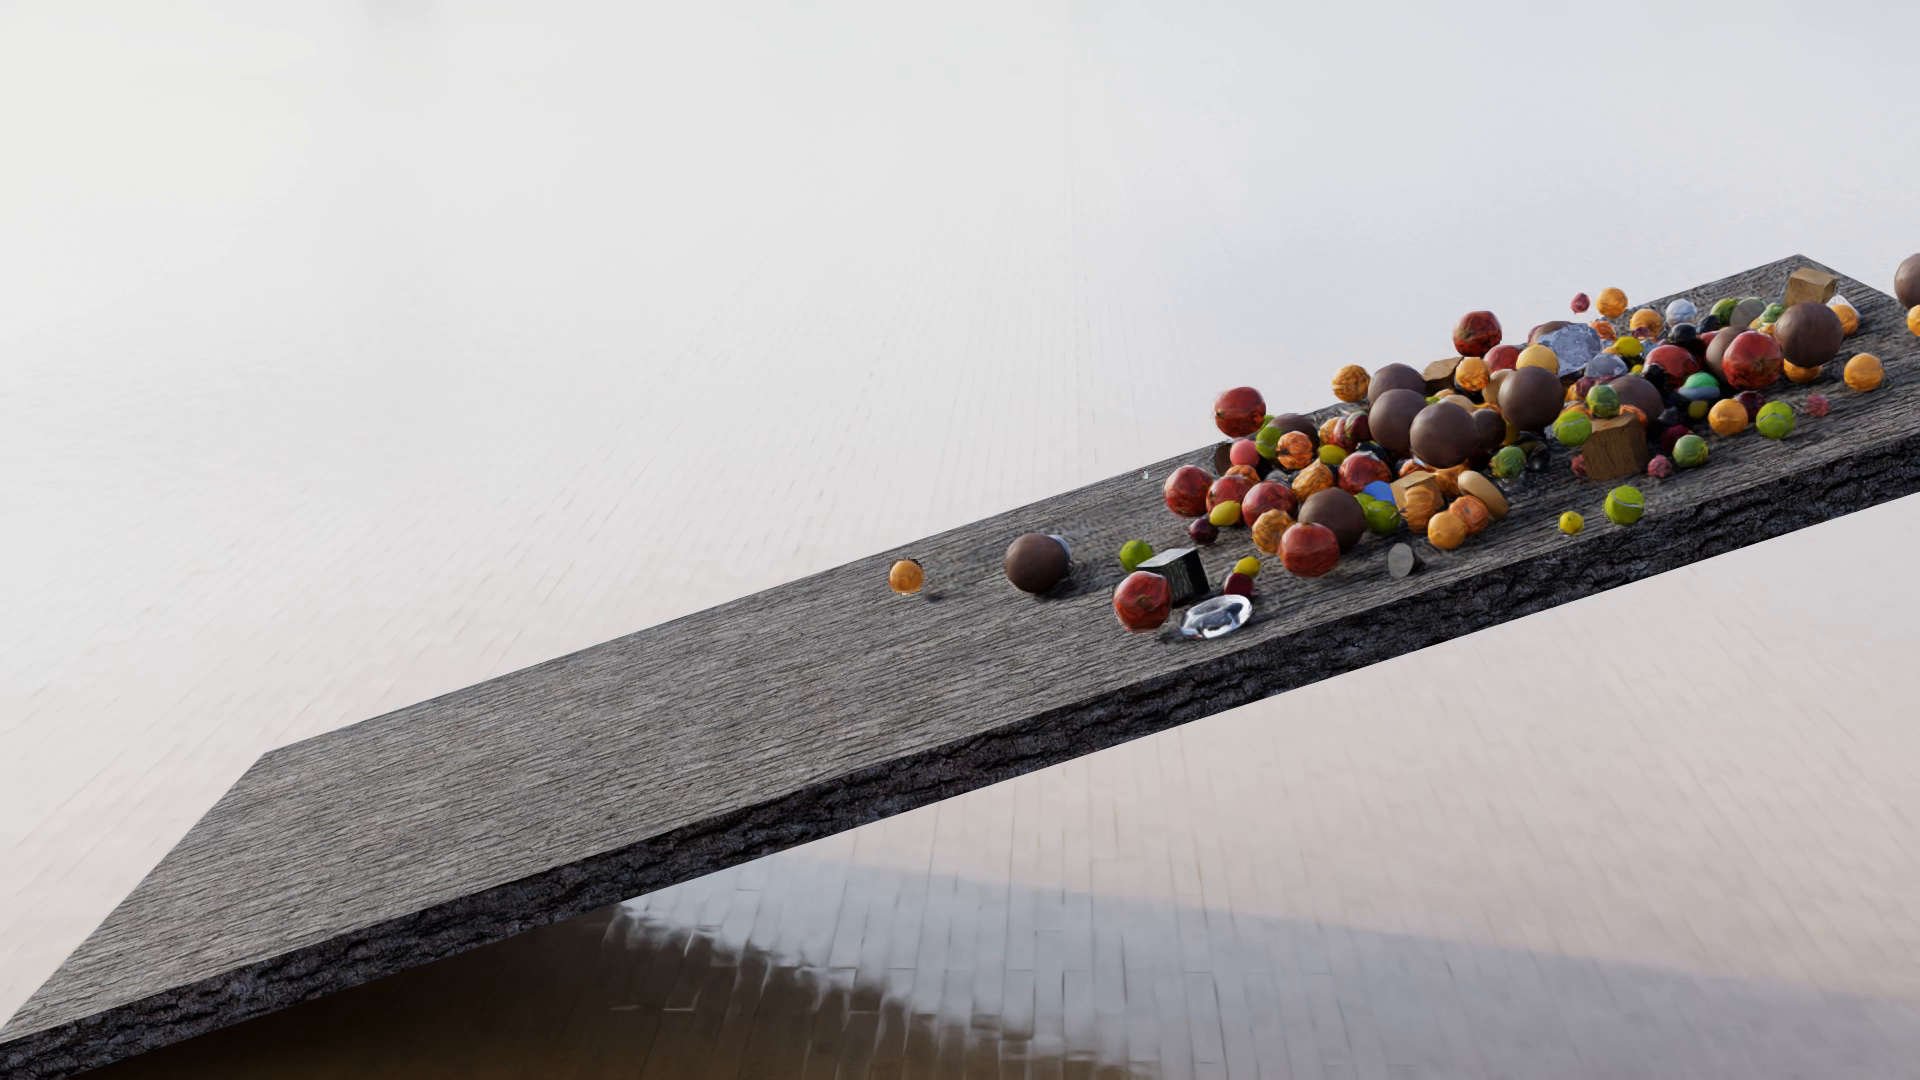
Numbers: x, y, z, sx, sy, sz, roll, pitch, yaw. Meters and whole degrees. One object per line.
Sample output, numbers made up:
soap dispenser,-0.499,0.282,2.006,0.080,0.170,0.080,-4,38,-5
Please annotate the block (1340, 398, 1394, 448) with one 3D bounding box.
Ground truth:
block,0.915,-0.264,6.623,0.079,0.079,0.079,-27,12,-7

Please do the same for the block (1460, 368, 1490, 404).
block,1.144,-0.339,6.489,0.051,0.051,0.051,-30,31,-5

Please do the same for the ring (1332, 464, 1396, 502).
ring,0.843,-0.119,6.139,0.139,0.046,0.139,-19,11,4

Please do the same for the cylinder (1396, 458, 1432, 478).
cylinder,0.935,-0.140,6.048,0.059,0.059,0.059,-16,7,18

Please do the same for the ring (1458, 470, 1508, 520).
ring,0.986,-0.085,5.545,0.039,0.117,0.117,-44,20,-4

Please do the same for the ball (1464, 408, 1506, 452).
ball,1.046,-0.219,5.864,0.086,0.086,0.086,0,12,0

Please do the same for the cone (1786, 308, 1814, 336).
cone,1.777,-0.446,6.201,0.065,0.065,0.065,-1,38,-5

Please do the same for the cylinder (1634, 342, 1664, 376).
cylinder,1.447,-0.382,6.182,0.062,0.062,0.062,3,-5,14

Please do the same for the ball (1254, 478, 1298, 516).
ball,0.660,-0.084,6.151,0.092,0.092,0.092,0,12,0

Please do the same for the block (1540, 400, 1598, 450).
block,1.236,-0.234,5.950,0.076,0.076,0.076,-26,12,-31

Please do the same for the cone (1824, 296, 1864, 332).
cone,1.862,-0.468,6.147,0.078,0.078,0.078,5,8,-26

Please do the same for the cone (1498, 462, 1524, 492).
cone,1.092,-0.120,5.767,0.057,0.057,0.057,9,-1,37

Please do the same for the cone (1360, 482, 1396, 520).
cone,0.855,-0.074,5.923,0.077,0.077,0.077,7,-5,30

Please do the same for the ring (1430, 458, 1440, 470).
ring,0.969,-0.157,6.164,0.078,0.026,0.078,-20,10,4

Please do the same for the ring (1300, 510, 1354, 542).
ring,0.735,-0.028,5.894,0.115,0.038,0.115,-18,12,4

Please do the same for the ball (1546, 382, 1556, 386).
ball,1.315,-0.375,6.552,0.063,0.063,0.063,0,12,0

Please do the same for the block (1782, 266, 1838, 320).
block,1.828,-0.530,6.326,0.079,0.079,0.079,20,31,28

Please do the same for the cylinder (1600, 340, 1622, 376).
cylinder,1.403,-0.401,6.483,0.080,0.080,0.080,-7,4,-29

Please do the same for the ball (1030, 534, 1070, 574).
ball,0.197,0.031,6.392,0.088,0.088,0.088,0,12,0

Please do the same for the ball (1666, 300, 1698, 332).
ball,1.532,-0.478,6.248,0.067,0.067,0.067,0,12,0

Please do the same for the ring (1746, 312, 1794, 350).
ring,1.708,-0.440,6.202,0.101,0.034,0.101,-23,35,17

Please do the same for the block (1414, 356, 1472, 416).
block,1.105,-0.350,6.667,0.090,0.090,0.090,-9,29,44

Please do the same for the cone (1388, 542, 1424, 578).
cone,0.832,0.040,5.404,0.065,0.065,0.065,6,6,-37

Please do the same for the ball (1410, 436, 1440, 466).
ball,0.915,-0.175,5.787,0.060,0.060,0.060,0,12,0

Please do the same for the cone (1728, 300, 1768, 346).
cone,1.672,-0.459,6.307,0.097,0.097,0.097,-3,-3,-14

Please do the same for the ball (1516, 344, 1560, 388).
ball,1.175,-0.354,5.983,0.086,0.086,0.086,0,12,0

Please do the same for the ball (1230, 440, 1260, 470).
ball,0.629,-0.188,6.495,0.067,0.067,0.067,0,12,0

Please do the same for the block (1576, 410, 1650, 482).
block,1.245,-0.178,5.601,0.096,0.096,0.096,-13,12,30

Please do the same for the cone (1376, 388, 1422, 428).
cone,0.979,-0.315,6.639,0.096,0.096,0.096,20,11,-4

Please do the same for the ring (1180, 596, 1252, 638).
ring,0.475,0.143,5.465,0.139,0.046,0.139,-19,11,4

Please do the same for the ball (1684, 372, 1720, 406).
ball,1.483,-0.301,5.878,0.070,0.070,0.070,0,12,0

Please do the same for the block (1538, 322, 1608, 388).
block,1.279,-0.385,6.137,0.098,0.098,0.098,-20,-17,29

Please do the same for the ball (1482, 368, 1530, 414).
ball,1.142,-0.310,6.150,0.096,0.096,0.096,0,12,0

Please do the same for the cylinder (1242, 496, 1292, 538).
cylinder,0.639,-0.035,6.131,0.099,0.099,0.099,3,9,-1

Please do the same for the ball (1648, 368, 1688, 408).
ball,1.453,-0.306,6.015,0.089,0.089,0.089,0,12,0

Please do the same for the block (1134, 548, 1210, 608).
block,0.417,0.076,5.779,0.090,0.090,0.090,-25,12,-30

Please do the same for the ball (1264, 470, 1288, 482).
ball,0.692,-0.128,6.424,0.053,0.053,0.053,0,12,0

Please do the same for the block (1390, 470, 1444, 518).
block,0.905,-0.090,5.819,0.068,0.068,0.068,-25,16,-16

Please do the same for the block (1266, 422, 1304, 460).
block,0.751,-0.230,6.800,0.064,0.064,0.064,-19,11,0

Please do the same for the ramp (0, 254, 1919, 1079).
ramp,0.106,0.180,6.305,4.000,0.100,2.000,-18,11,6

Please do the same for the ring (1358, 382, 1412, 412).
ring,1.004,-0.334,6.931,0.139,0.046,0.139,-19,12,4

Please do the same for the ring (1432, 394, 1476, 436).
ring,1.010,-0.254,6.014,0.094,0.094,0.031,6,-20,27

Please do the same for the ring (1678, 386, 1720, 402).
ring,1.441,-0.285,5.739,0.080,0.027,0.080,0,7,0
